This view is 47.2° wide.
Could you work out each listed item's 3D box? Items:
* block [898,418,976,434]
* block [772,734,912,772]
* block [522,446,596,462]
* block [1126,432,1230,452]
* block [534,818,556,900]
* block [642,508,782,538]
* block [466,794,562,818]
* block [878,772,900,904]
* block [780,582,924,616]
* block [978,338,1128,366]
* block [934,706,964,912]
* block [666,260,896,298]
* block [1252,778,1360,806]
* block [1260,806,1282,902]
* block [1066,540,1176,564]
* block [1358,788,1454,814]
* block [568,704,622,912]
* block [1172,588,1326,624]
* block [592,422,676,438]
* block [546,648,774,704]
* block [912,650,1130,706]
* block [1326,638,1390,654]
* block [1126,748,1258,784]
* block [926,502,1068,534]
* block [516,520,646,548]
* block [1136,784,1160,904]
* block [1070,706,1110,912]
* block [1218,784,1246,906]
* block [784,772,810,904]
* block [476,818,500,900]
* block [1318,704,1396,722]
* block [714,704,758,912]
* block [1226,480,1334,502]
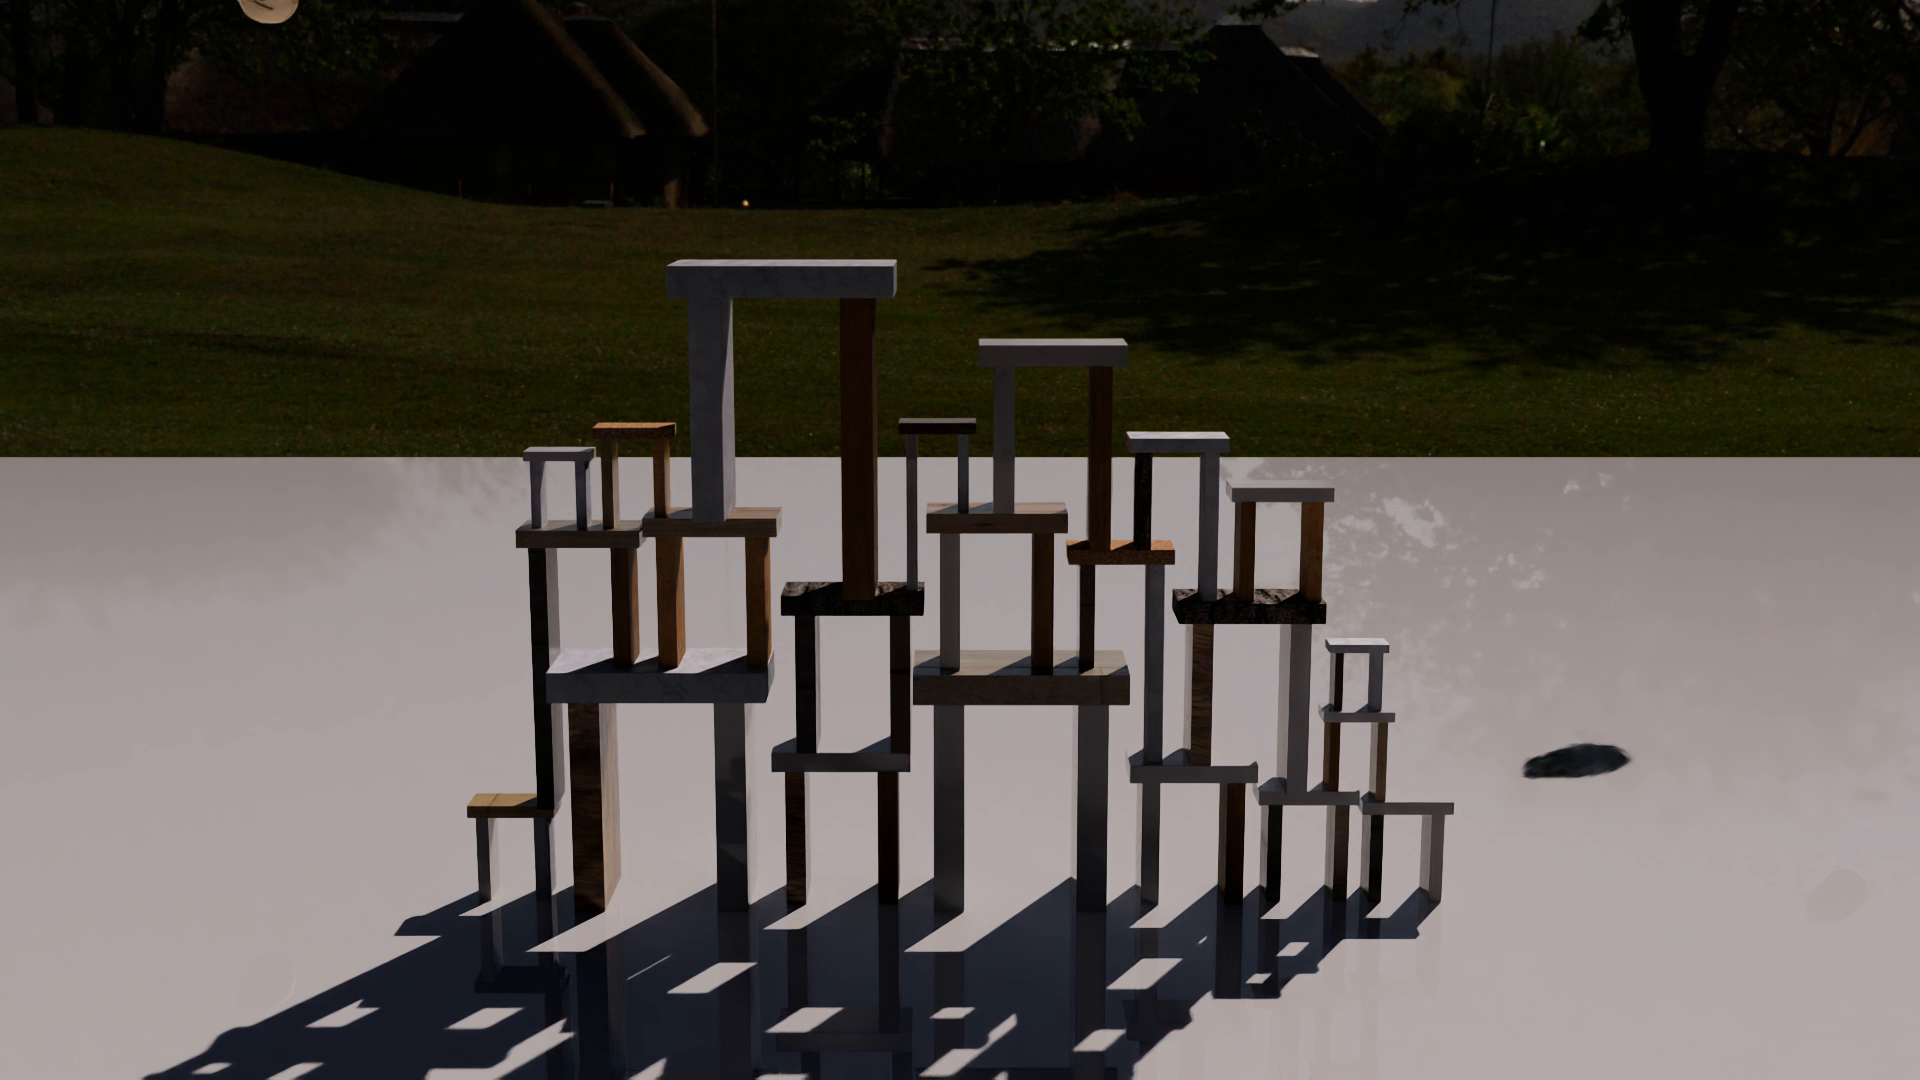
[{"bbox_3d":[-0.036,-0.183,3.528,0.123,0.017,0.062,0,11,0],"label":"block"},{"bbox_3d":[-0.194,0.351,3.629,0.226,0.032,0.113,0,11,0],"label":"block"},{"bbox_3d":[-0.643,-0.138,3.536,0.108,0.015,0.054,0,11,0],"label":"block"},{"bbox_3d":[0.348,-0.157,3.527,0.158,0.022,0.079,0,11,-1],"label":"block"},{"bbox_3d":[-0.690,0.520,3.658,0.020,0.142,0.071,0,11,0],"label":"block"},{"bbox_3d":[-0.399,-0.029,3.558,0.214,0.030,0.107,0,11,0],"label":"block"},{"bbox_3d":[-0.738,0.440,3.643,0.142,0.020,0.071,0,11,0],"label":"block"},{"bbox_3d":[-0.118,0.478,3.653,0.032,0.226,0.113,0,11,0],"label":"block"},{"bbox_3d":[-0.173,0.095,3.580,0.229,0.032,0.114,0,11,0],"label":"block"},{"bbox_3d":[0.147,-0.299,3.504,0.234,0.033,0.117,0,11,0],"label":"block"},{"bbox_3d":[-0.018,0.419,3.637,0.049,0.347,0.174,0,11,0],"label":"block"},{"bbox_3d":[-0.279,-0.414,3.484,0.352,0.050,0.176,0,11,0],"label":"block"},{"bbox_3d":[0.572,0.416,3.641,0.165,0.023,0.082,0,11,0],"label":"block"},{"bbox_3d":[0.517,0.508,3.658,0.023,0.165,0.082,0,11,0],"label":"block"},{"bbox_3d":[0.260,0.020,3.568,0.170,0.024,0.085,0,11,0],"label":"block"},{"bbox_3d":[0.734,0.433,3.638,0.149,0.021,0.075,0,11,0],"label":"block"},{"bbox_3d":[-0.603,0.418,3.638,0.050,0.350,0.175,0,11,0],"label":"block"},{"bbox_3d":[0.469,0.108,3.582,0.236,0.033,0.118,0,11,0],"label":"block"},{"bbox_3d":[-0.522,-0.175,3.529,0.125,0.018,0.063,0,11,0],"label":"block"},{"bbox_3d":[-0.487,0.221,3.602,0.350,0.050,0.175,0,11,0],"label":"block"},{"bbox_3d":[0.098,0.224,3.600,0.347,0.049,0.174,0,11,0],"label":"block"},{"bbox_3d":[0.649,0.173,3.595,0.096,0.014,0.048,0,11,0],"label":"block"},{"bbox_3d":[0.381,0.372,3.625,0.208,0.029,0.104,0,11,0],"label":"block"},{"bbox_3d":[0.059,-0.036,3.550,0.225,0.032,0.113,0,11,0],"label":"block"},{"bbox_3d":[-0.610,-0.010,3.555,0.197,0.028,0.099,0,11,0],"label":"block"},{"bbox_3d":[0.311,0.488,3.647,0.029,0.208,0.104,0,11,0],"label":"block"},{"bbox_3d":[0.214,0.419,3.637,0.049,0.347,0.174,0,11,0],"label":"block"},{"bbox_3d":[0.450,0.488,3.647,0.029,0.208,0.104,0,11,0],"label":"block"},{"bbox_3d":[-0.269,0.478,3.653,0.032,0.226,0.113,0,11,0],"label":"block"},{"bbox_3d":[-0.785,0.520,3.658,0.020,0.142,0.071,0,11,0],"label":"block"},{"bbox_3d":[0.650,0.284,3.608,0.116,0.016,0.058,0,11,0],"label":"block"},{"bbox_3d":[-0.370,0.418,3.638,0.050,0.350,0.175,0,11,0],"label":"block"},{"bbox_3d":[0.515,-0.079,3.542,0.163,0.023,0.081,0,11,0],"label":"block"}]
